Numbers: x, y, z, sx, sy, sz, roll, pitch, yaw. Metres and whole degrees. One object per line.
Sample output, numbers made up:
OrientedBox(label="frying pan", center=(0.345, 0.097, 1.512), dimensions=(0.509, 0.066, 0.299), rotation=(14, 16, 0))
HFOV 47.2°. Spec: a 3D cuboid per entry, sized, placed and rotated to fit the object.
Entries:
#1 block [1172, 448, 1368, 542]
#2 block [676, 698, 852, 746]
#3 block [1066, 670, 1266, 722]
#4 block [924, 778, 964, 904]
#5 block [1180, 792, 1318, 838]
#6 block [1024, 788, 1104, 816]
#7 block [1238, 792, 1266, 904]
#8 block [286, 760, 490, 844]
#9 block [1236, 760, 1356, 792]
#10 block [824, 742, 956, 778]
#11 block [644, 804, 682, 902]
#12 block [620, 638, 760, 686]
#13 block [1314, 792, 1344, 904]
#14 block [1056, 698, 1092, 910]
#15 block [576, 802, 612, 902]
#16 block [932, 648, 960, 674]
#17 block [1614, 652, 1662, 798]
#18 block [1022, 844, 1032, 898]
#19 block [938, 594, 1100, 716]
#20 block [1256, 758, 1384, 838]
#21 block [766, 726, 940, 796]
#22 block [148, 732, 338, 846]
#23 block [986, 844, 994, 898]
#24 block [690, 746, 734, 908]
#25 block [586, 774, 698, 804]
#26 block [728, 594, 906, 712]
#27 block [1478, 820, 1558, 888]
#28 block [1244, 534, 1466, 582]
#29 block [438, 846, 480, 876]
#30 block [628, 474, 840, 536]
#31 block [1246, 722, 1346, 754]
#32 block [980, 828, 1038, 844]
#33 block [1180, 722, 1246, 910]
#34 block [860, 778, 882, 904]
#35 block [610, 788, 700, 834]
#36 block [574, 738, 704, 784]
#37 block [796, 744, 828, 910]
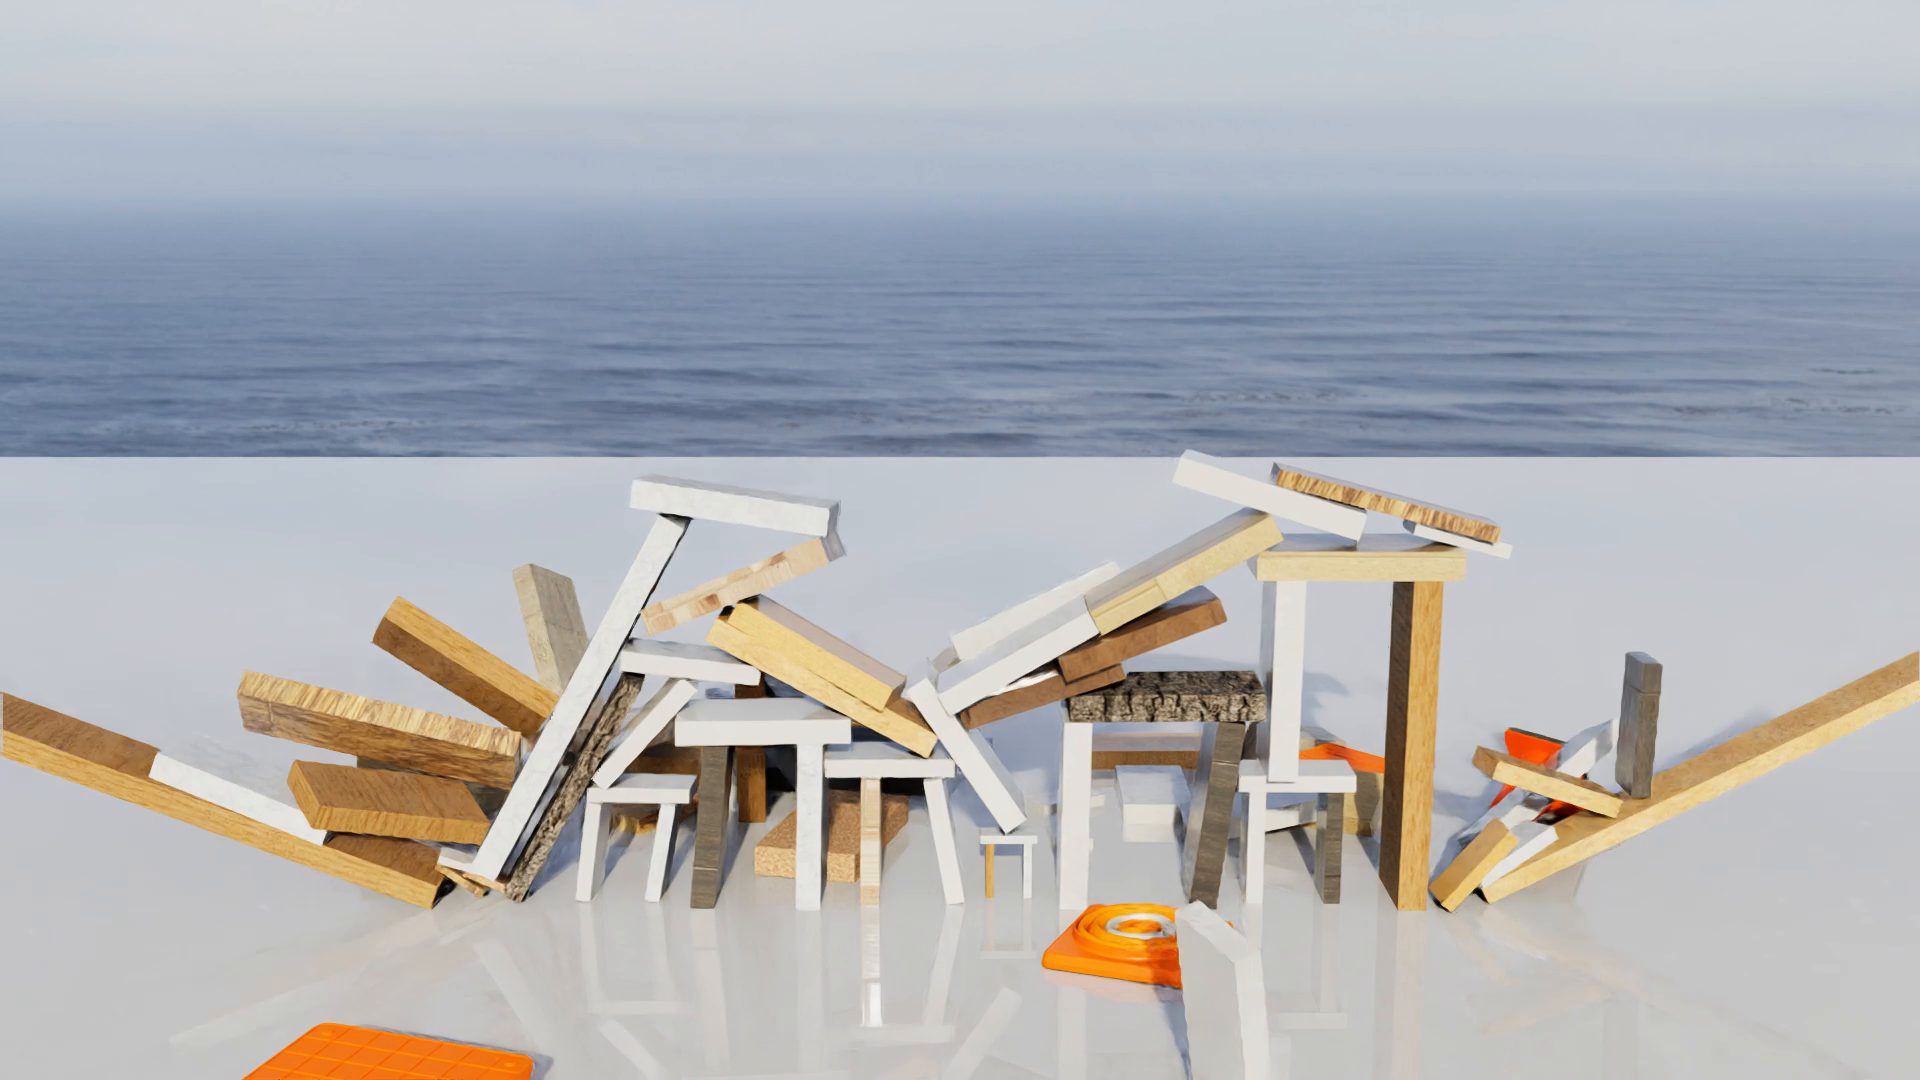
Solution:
OrientedBox(label="block", center=(0.502, -0.075, 3.553), dimensions=(0.307, 0.043, 0.153), rotation=(18, 10, 7))
OrientedBox(label="block", center=(-0.321, 0.296, 3.595), dimensions=(0.281, 0.040, 0.140), rotation=(0, 11, -5))
OrientedBox(label="block", center=(0.334, 0.256, 3.607), dimensions=(0.315, 0.045, 0.157), rotation=(-1, 11, 0))
OrientedBox(label="block", center=(-0.026, 0.485, 3.648), dimensions=(0.030, 0.212, 0.106), rotation=(-10, 10, 2))
OrientedBox(label="block", center=(0.536, 0.487, 3.962), dimensions=(0.270, 0.038, 0.135), rotation=(-12, 10, 4))
OrientedBox(label="block", center=(0.197, 0.491, 4.147), dimensions=(0.137, 0.019, 0.068), rotation=(-6, 12, -30))
OrientedBox(label="block", center=(0.485, 0.496, 3.649), dimensions=(0.027, 0.191, 0.095), rotation=(0, 10, 0))
OrientedBox(label="block", center=(-0.948, 0.437, 3.654), dimensions=(0.300, 0.042, 0.150), rotation=(12, 17, -37))
OrientedBox(label="block", center=(0.550, 0.389, 3.630), dimensions=(0.191, 0.027, 0.095), rotation=(0, 10, 0))
OrientedBox(label="block", center=(-0.114, 0.363, 3.639), dimensions=(0.212, 0.030, 0.106), rotation=(0, 11, 1))
OrientedBox(label="block", center=(-0.490, 0.506, 3.651), dimensions=(0.024, 0.169, 0.085), rotation=(11, 11, 1))
OrientedBox(label="block", center=(-0.438, 0.199, 3.606), dimensions=(0.225, 0.032, 0.113), rotation=(7, 9, -4))
OrientedBox(label="block", center=(0.612, 0.496, 3.649), dimensions=(0.027, 0.191, 0.095), rotation=(0, 10, 0))
OrientedBox(label="block", center=(0.188, 0.435, 3.641), dimensions=(0.045, 0.315, 0.158), rotation=(1, 11, 0))
OrientedBox(label="block", center=(-0.607, 0.506, 3.652), dimensions=(0.024, 0.169, 0.085), rotation=(9, 11, 4))
OrientedBox(label="block", center=(-0.042, 0.332, 4.661), dimensions=(0.041, 0.146, 0.292), rotation=(2, 11, 13))
OrientedBox(label="block", center=(1.125, 0.305, 3.649), dimensions=(0.031, 0.222, 0.111), rotation=(3, 8, 2))
OrientedBox(label="block", center=(0.112, 0.544, 3.663), dimensions=(0.013, 0.094, 0.047), rotation=(0, 11, 0))
OrientedBox(label="block", center=(0.092, 0.184, 3.538), dimensions=(0.273, 0.039, 0.136), rotation=(-29, 9, 5))
OrientedBox(label="block", center=(0.652, 0.472, 4.052), dimensions=(0.255, 0.036, 0.127), rotation=(5, 40, 27))
OrientedBox(label="block", center=(-0.222, 0.428, 4.302), dimensions=(0.354, 0.050, 0.177), rotation=(1, 23, 6))
OrientedBox(label="block", center=(-1.161, 0.409, 3.633), dimensions=(0.302, 0.043, 0.151), rotation=(22, 9, 1))
OrientedBox(label="block", center=(0.050, 0.544, 3.663), dimensions=(0.013, 0.094, 0.047), rotation=(0, 11, 0))
OrientedBox(label="block", center=(-0.408, 0.451, 3.640), dimensions=(0.040, 0.281, 0.140), rotation=(6, 10, -1))
OrientedBox(label="block", center=(-0.524, 0.410, 3.634), dimensions=(0.169, 0.024, 0.085), rotation=(1, 10, 2))
OrientedBox(label="block", center=(-0.229, 0.181, 3.590), dimensions=(0.288, 0.041, 0.144), rotation=(30, 7, 6))
OrientedBox(label="block", center=(0.908, 0.523, 3.663), dimensions=(0.161, 0.023, 0.081), rotation=(-30, 10, -15))
OrientedBox(label="block", center=(0.636, 0.027, 3.566), dimensions=(0.330, 0.047, 0.165), rotation=(0, 11, 0))
OrientedBox(label="block", center=(-0.820, 0.536, 3.654), dimensions=(0.091, 0.013, 0.045), rotation=(19, 10, -12))
OrientedBox(label="block", center=(-0.363, -0.057, 3.573), dimensions=(0.318, 0.045, 0.159), rotation=(8, 5, 2))
OrientedBox(label="block", center=(0.686, 0.404, 4.490), dimensions=(0.183, 0.026, 0.091), rotation=(7, 12, -27))
OrientedBox(label="block", center=(0.081, 0.491, 3.653), dimensions=(0.094, 0.013, 0.047), rotation=(0, 11, 0))
OrientedBox(label="block", center=(0.417, 0.433, 3.640), dimensions=(0.045, 0.315, 0.158), rotation=(8, 10, -1))
OrientedBox(label="block", center=(-0.147, 0.486, 3.648), dimensions=(0.030, 0.212, 0.106), rotation=(1, 11, 0))
OrientedBox(label="block", center=(-0.563, 0.497, 4.087), dimensions=(0.104, 0.029, 0.208), rotation=(7, 13, 34))
OrientedBox(label="block", center=(-0.581, 0.434, 4.383), dimensions=(0.330, 0.047, 0.165), rotation=(3, 11, 17))
OrientedBox(label="block", center=(-0.243, 0.453, 3.635), dimensions=(0.040, 0.281, 0.140), rotation=(2, 11, 1))
